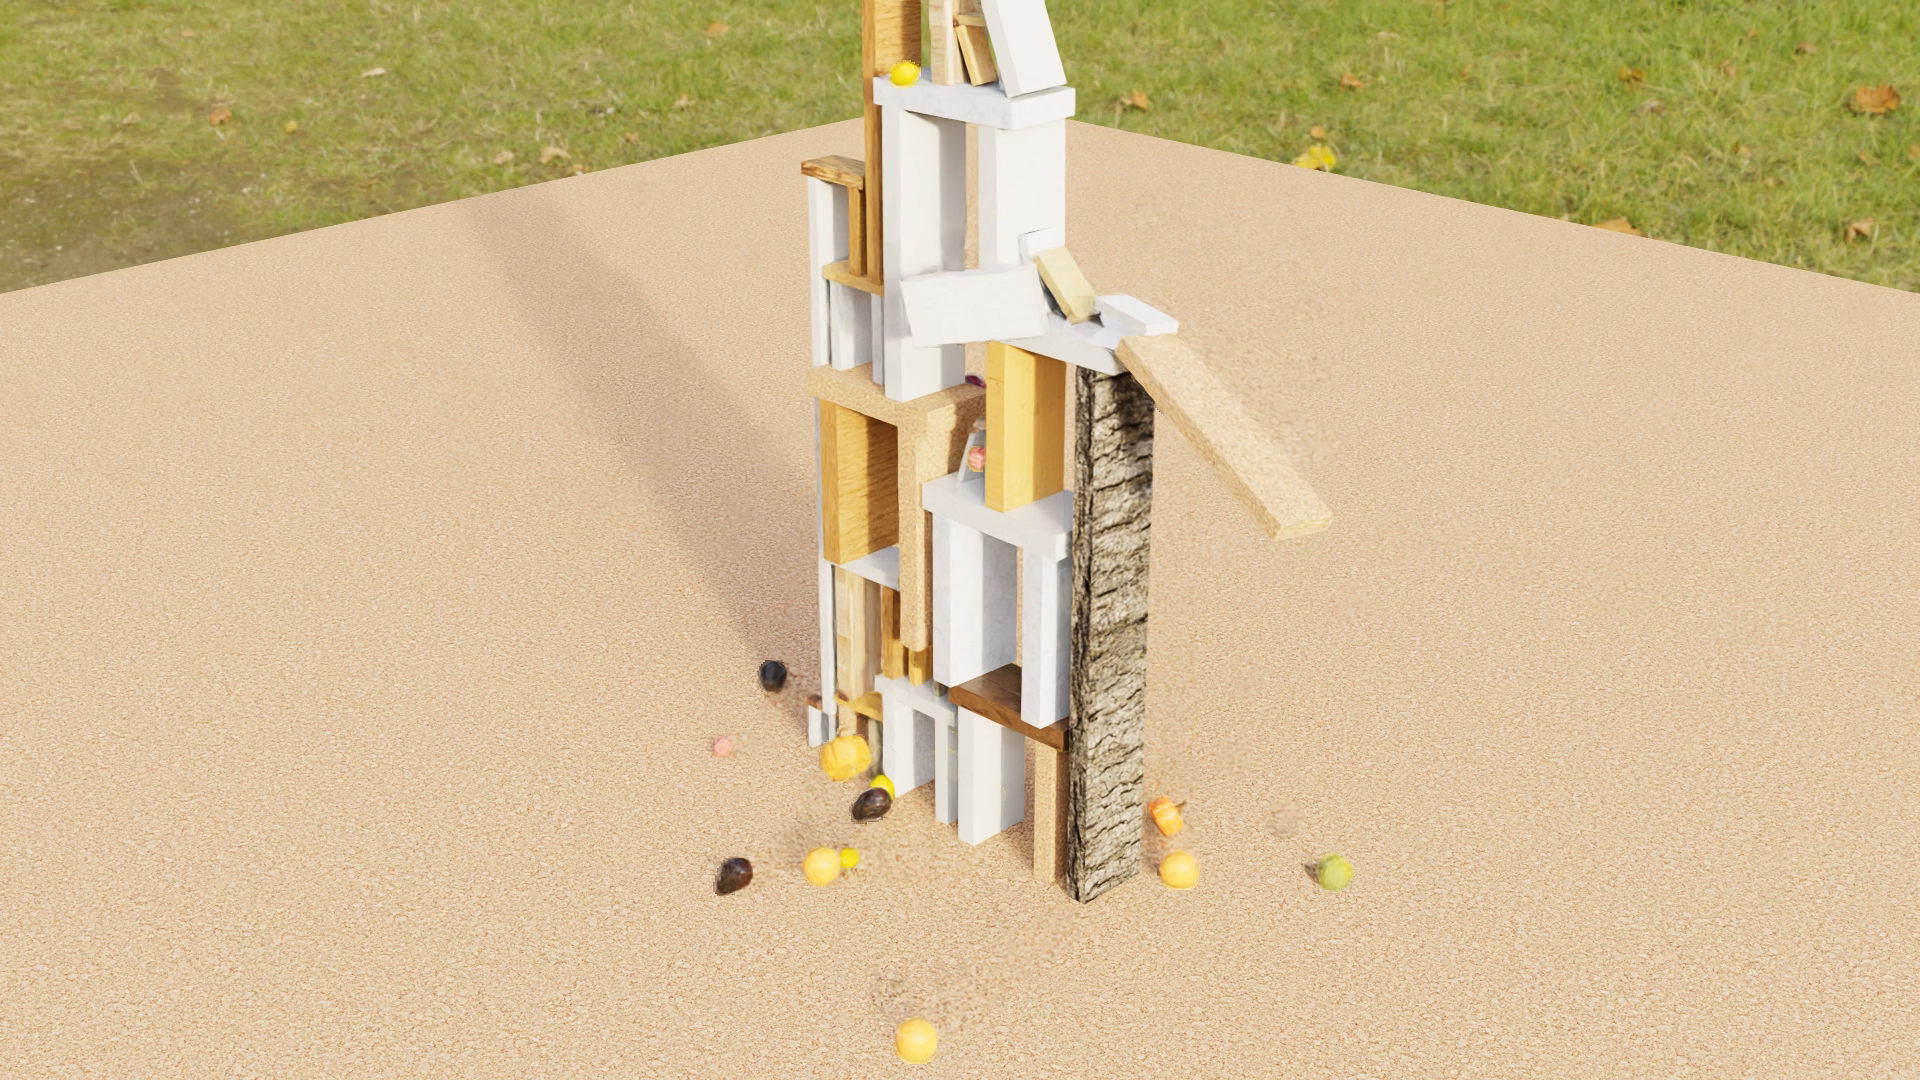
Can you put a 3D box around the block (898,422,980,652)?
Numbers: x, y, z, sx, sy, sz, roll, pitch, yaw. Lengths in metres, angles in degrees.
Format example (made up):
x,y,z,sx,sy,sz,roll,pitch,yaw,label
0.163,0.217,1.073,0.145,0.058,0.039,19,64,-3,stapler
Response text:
x,y,z,sx,sy,sz,roll,pitch,yaw,label
-0.038,-0.021,4.256,0.171,0.454,0.048,-21,31,-40,block

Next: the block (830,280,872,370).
x,y,z,sx,sy,sz,roll,pitch,yaw,label
-0.209,-0.426,4.278,0.089,0.177,0.025,-21,31,-40,block

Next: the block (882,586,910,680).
x,y,z,sx,sy,sz,roll,pitch,yaw,label
-0.109,0.171,4.431,0.102,0.204,0.029,-21,31,-40,block

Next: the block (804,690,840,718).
x,y,z,sx,sy,sz,roll,pitch,yaw,label
-0.278,0.348,4.670,0.098,0.014,0.049,21,31,40,block

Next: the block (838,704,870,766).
x,y,z,sx,sy,sz,roll,pitch,yaw,label
-0.222,0.400,4.636,0.020,0.142,0.071,19,30,37,block

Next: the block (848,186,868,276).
x,y,z,sx,sy,sz,roll,pitch,yaw,label
-0.170,-0.591,4.156,0.085,0.171,0.024,-21,32,-40,block

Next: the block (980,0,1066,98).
x,y,z,sx,sy,sz,roll,pitch,yaw,label
0.100,-0.884,3.757,0.034,0.238,0.119,-9,11,46,block

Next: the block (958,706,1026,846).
x,y,z,sx,sy,sz,roll,pitch,yaw,label
0.063,0.442,4.341,0.042,0.294,0.147,21,31,40,block

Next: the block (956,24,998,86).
x,y,z,sx,sy,sz,roll,pitch,yaw,label
0.030,-0.850,3.845,0.053,0.105,0.015,-23,9,-43,block

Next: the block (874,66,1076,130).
x,y,z,sx,sy,sz,roll,pitch,yaw,label
0.023,-0.783,3.879,0.330,0.047,0.165,20,30,39,block

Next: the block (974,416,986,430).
x,y,z,sx,sy,sz,roll,pitch,yaw,label
0.083,-0.210,4.094,0.105,0.015,0.053,11,13,16,block

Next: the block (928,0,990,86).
x,y,z,sx,sy,sz,roll,pitch,yaw,label
-0.002,-0.923,3.849,0.033,0.234,0.117,16,28,39,block

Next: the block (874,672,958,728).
x,y,z,sx,sy,sz,roll,pitch,yaw,label
-0.051,0.306,4.416,0.114,0.032,0.228,-21,31,-41,block

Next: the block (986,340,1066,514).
x,y,z,sx,sy,sz,roll,pitch,yaw,label
0.120,-0.224,3.997,0.161,0.321,0.046,-21,31,-40,block

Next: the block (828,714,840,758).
x,y,z,sx,sy,sz,roll,pitch,yaw,label
-0.255,0.409,4.671,0.014,0.098,0.049,22,31,40,block

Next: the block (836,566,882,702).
x,y,z,sx,sy,sz,roll,pitch,yaw,label
-0.208,0.179,4.537,0.029,0.302,0.102,19,30,37,block

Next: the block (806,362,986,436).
x,y,z,sx,sy,sz,roll,pitch,yaw,label
-0.118,-0.284,4.233,0.171,0.048,0.341,-21,31,-40,block

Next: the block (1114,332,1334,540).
x,y,z,sx,sy,sz,roll,pitch,yaw,label
0.425,-0.177,3.585,0.119,0.034,0.454,-11,51,-37,block

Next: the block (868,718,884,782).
x,y,z,sx,sy,sz,roll,pitch,yaw,label
-0.156,0.427,4.572,0.071,0.142,0.020,-21,31,-40,block

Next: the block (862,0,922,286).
x,y,z,sx,sy,sz,roll,pitch,yaw,label
-0.122,-0.784,4.026,0.033,0.628,0.117,20,30,40,block

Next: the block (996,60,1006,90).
x,y,z,sx,sy,sz,roll,pitch,yaw,label
0.086,-0.835,3.804,0.015,0.105,0.053,6,21,43,block

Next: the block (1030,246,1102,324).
x,y,z,sx,sy,sz,roll,pitch,yaw,label
0.189,-0.447,3.849,0.070,0.020,0.140,-21,75,-40,block

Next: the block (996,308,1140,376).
x,y,z,sx,sy,sz,roll,pitch,yaw,label
0.201,-0.364,3.857,0.321,0.046,0.161,21,31,40,block

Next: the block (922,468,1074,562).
x,y,z,sx,sy,sz,roll,pitch,yaw,label
0.113,-0.057,4.078,0.175,0.049,0.349,-21,30,-40,block

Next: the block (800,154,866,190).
x,y,z,sx,sy,sz,roll,pitch,yaw,label
-0.212,-0.696,4.152,0.085,0.024,0.171,-21,31,-40,block

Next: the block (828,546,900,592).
x,y,z,sx,sy,sz,roll,pitch,yaw,label
-0.159,0.046,4.427,0.204,0.029,0.102,21,31,40,block

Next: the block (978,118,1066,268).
x,y,z,sx,sy,sz,roll,pitch,yaw,label
0.110,-0.579,3.882,0.165,0.330,0.047,-19,29,-38,block

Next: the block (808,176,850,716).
x,y,z,sx,sy,sz,roll,pitch,yaw,label
-0.250,-0.174,4.419,0.024,1.144,0.085,21,31,40,block

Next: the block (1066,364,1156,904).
x,y,z,sx,sy,sz,roll,pitch,yaw,label
0.273,0.172,4.004,0.046,1.056,0.161,21,31,40,block

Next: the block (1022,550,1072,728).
x,y,z,sx,sy,sz,roll,pitch,yaw,label
0.195,0.159,4.079,0.175,0.349,0.049,-20,30,-39,block

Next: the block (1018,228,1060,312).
x,y,z,sx,sy,sz,roll,pitch,yaw,label
0.148,-0.476,3.883,0.070,0.140,0.020,-21,14,-40,block

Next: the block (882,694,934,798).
x,y,z,sx,sy,sz,roll,pitch,yaw,label
-0.105,0.404,4.516,0.032,0.228,0.114,21,31,40,block

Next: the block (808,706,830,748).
x,y,z,sx,sy,sz,roll,pitch,yaw,label
-0.301,0.391,4.714,0.014,0.098,0.049,22,31,40,block

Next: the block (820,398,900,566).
x,y,z,sx,sy,sz,roll,pitch,yaw,label
-0.196,-0.137,4.383,0.048,0.341,0.171,21,31,40,block

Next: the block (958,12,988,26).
x,y,z,sx,sy,sz,roll,pitch,yaw,label
0.054,-0.902,3.812,0.105,0.015,0.053,16,28,39,block

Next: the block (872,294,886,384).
x,y,z,sx,sy,sz,roll,pitch,yaw,label
-0.126,-0.393,4.201,0.089,0.177,0.025,-21,31,-40,block

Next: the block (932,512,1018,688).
x,y,z,sx,sy,sz,roll,pitch,yaw,label
0.030,0.093,4.233,0.175,0.349,0.049,-19,30,-38,block

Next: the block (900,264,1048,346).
x,y,z,sx,sy,sz,roll,pitch,yaw,label
0.026,-0.405,3.799,0.238,0.119,0.034,-3,26,21,block

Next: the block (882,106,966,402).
x,y,z,sx,sy,sz,roll,pitch,yaw,label
-0.065,-0.538,4.065,0.165,0.549,0.047,-21,31,-40,block

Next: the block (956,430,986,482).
x,y,z,sx,sy,sz,roll,pitch,yaw,label
0.030,-0.158,4.119,0.053,0.105,0.015,-18,50,-36,block

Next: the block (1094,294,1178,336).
x,y,z,sx,sy,sz,roll,pitch,yaw,label
0.299,-0.383,3.737,0.070,0.020,0.140,-10,30,-35,block

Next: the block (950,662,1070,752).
x,y,z,sx,sy,sz,roll,pitch,yaw,label
0.136,0.314,4.214,0.294,0.042,0.147,21,31,40,block

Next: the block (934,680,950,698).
x,y,z,sx,sy,sz,roll,pitch,yaw,label
-0.029,0.255,4.360,0.053,0.105,0.015,-21,31,-41,block

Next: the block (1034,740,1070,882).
x,y,z,sx,sy,sz,roll,pitch,yaw,label
0.209,0.495,4.217,0.042,0.294,0.147,21,31,40,block

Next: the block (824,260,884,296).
x,y,z,sx,sy,sz,roll,pitch,yaw,label
-0.169,-0.503,4.200,0.089,0.025,0.177,-21,31,-40,block

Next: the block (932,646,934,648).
x,y,z,sx,sy,sz,roll,pitch,yaw,label
-0.053,0.190,4.359,0.053,0.015,0.105,-21,31,-40,block

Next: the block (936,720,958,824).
x,y,z,sx,sy,sz,roll,pitch,yaw,label
0.002,0.447,4.417,0.032,0.228,0.114,21,31,41,block

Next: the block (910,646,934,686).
x,y,z,sx,sy,sz,roll,pitch,yaw,label
-0.077,0.235,4.407,0.053,0.105,0.015,-21,30,-40,block

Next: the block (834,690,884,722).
x,y,z,sx,sy,sz,roll,pitch,yaw,label
-0.185,0.337,4.576,0.142,0.020,0.071,19,29,37,block
